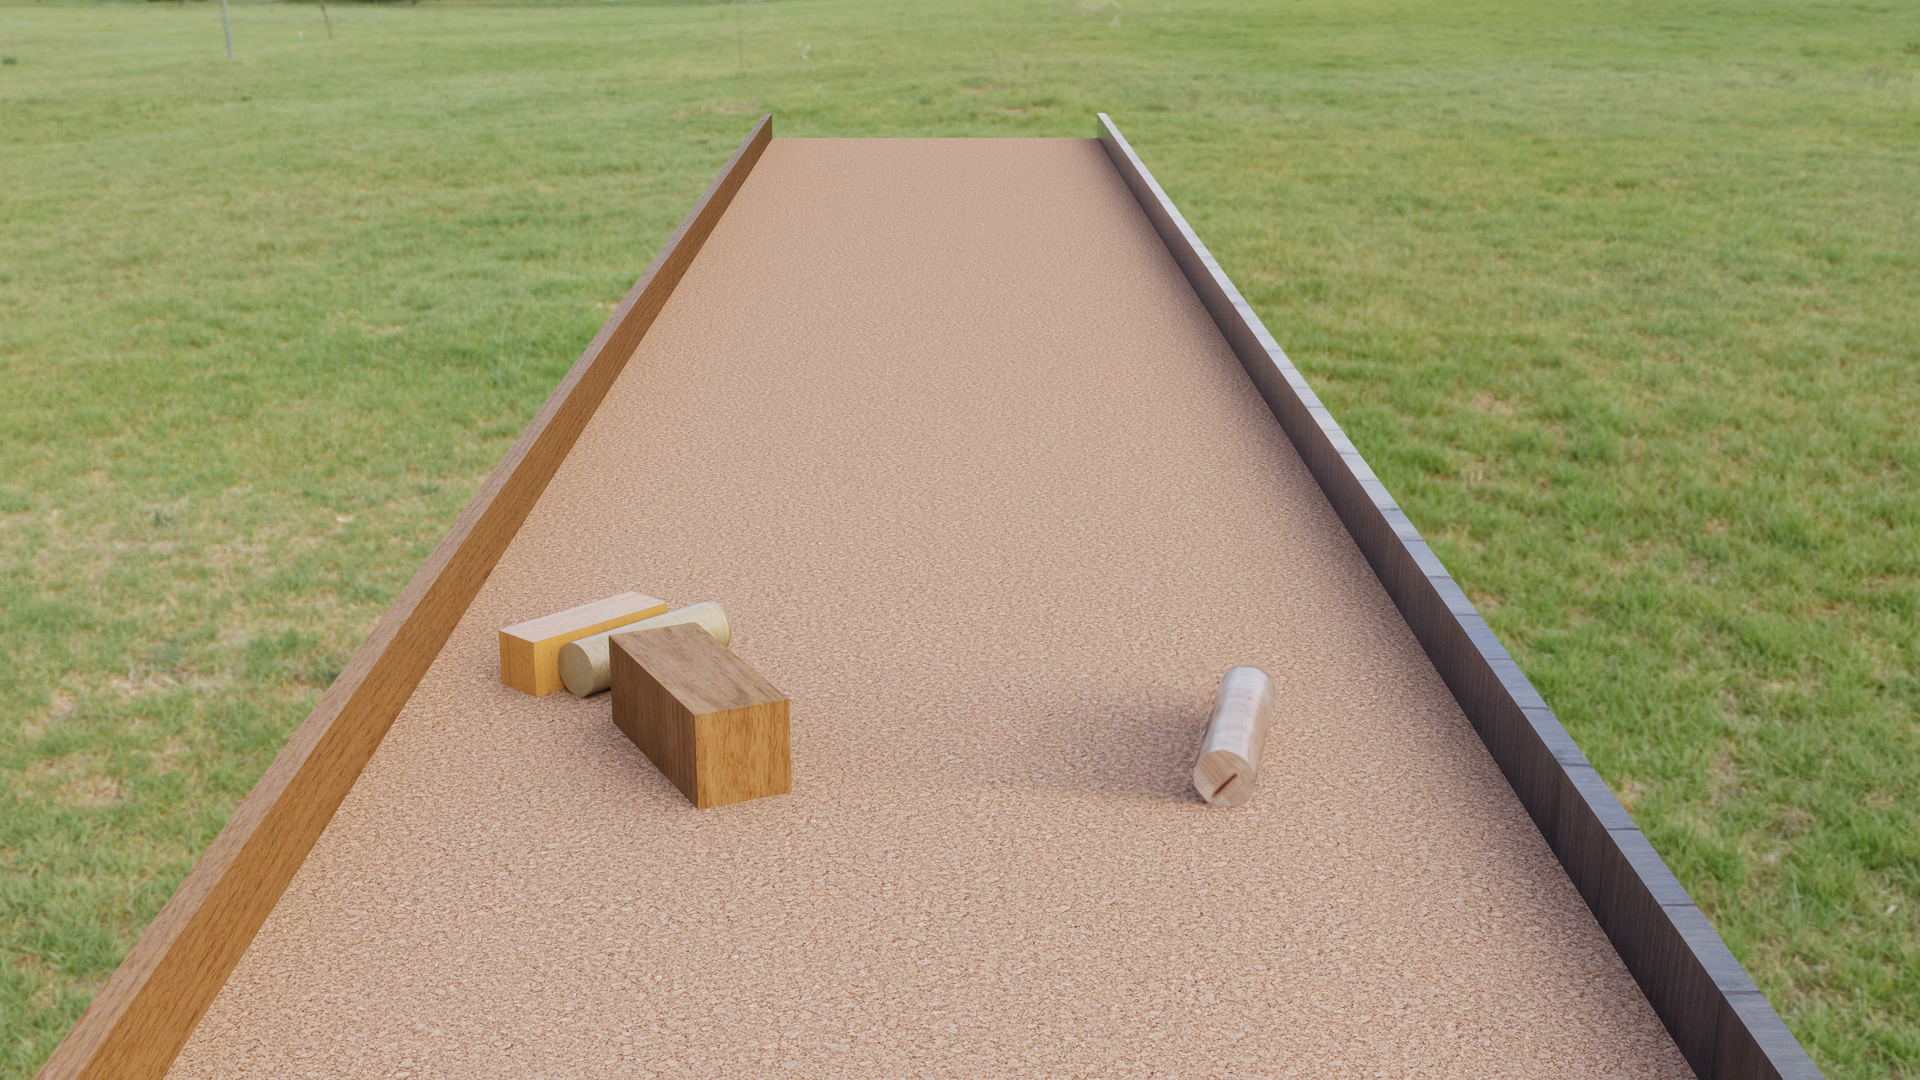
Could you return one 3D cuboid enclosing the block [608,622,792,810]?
[{"bbox_3d":[-0.468,0.304,3.907,0.170,0.170,0.457,-8,18,-26],"label":"block"}]

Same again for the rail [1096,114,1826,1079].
[{"bbox_3d":[0.932,-0.844,7.801,0.050,0.150,12.000,0,17,-1],"label":"rail"}]

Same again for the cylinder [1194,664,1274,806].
[{"bbox_3d":[0.489,0.341,3.902,0.102,0.102,0.434,4,17,12],"label":"cylinder"}]

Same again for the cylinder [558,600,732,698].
[{"bbox_3d":[-0.617,0.211,4.327,0.108,0.108,0.350,15,22,40],"label":"cylinder"}]

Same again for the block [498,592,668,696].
[{"bbox_3d":[-0.741,0.203,4.351,0.110,0.110,0.330,15,22,40],"label":"block"}]

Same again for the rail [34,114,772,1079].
[{"bbox_3d":[-1.118,-0.838,7.780,0.050,0.150,12.000,0,17,-1],"label":"rail"}]
